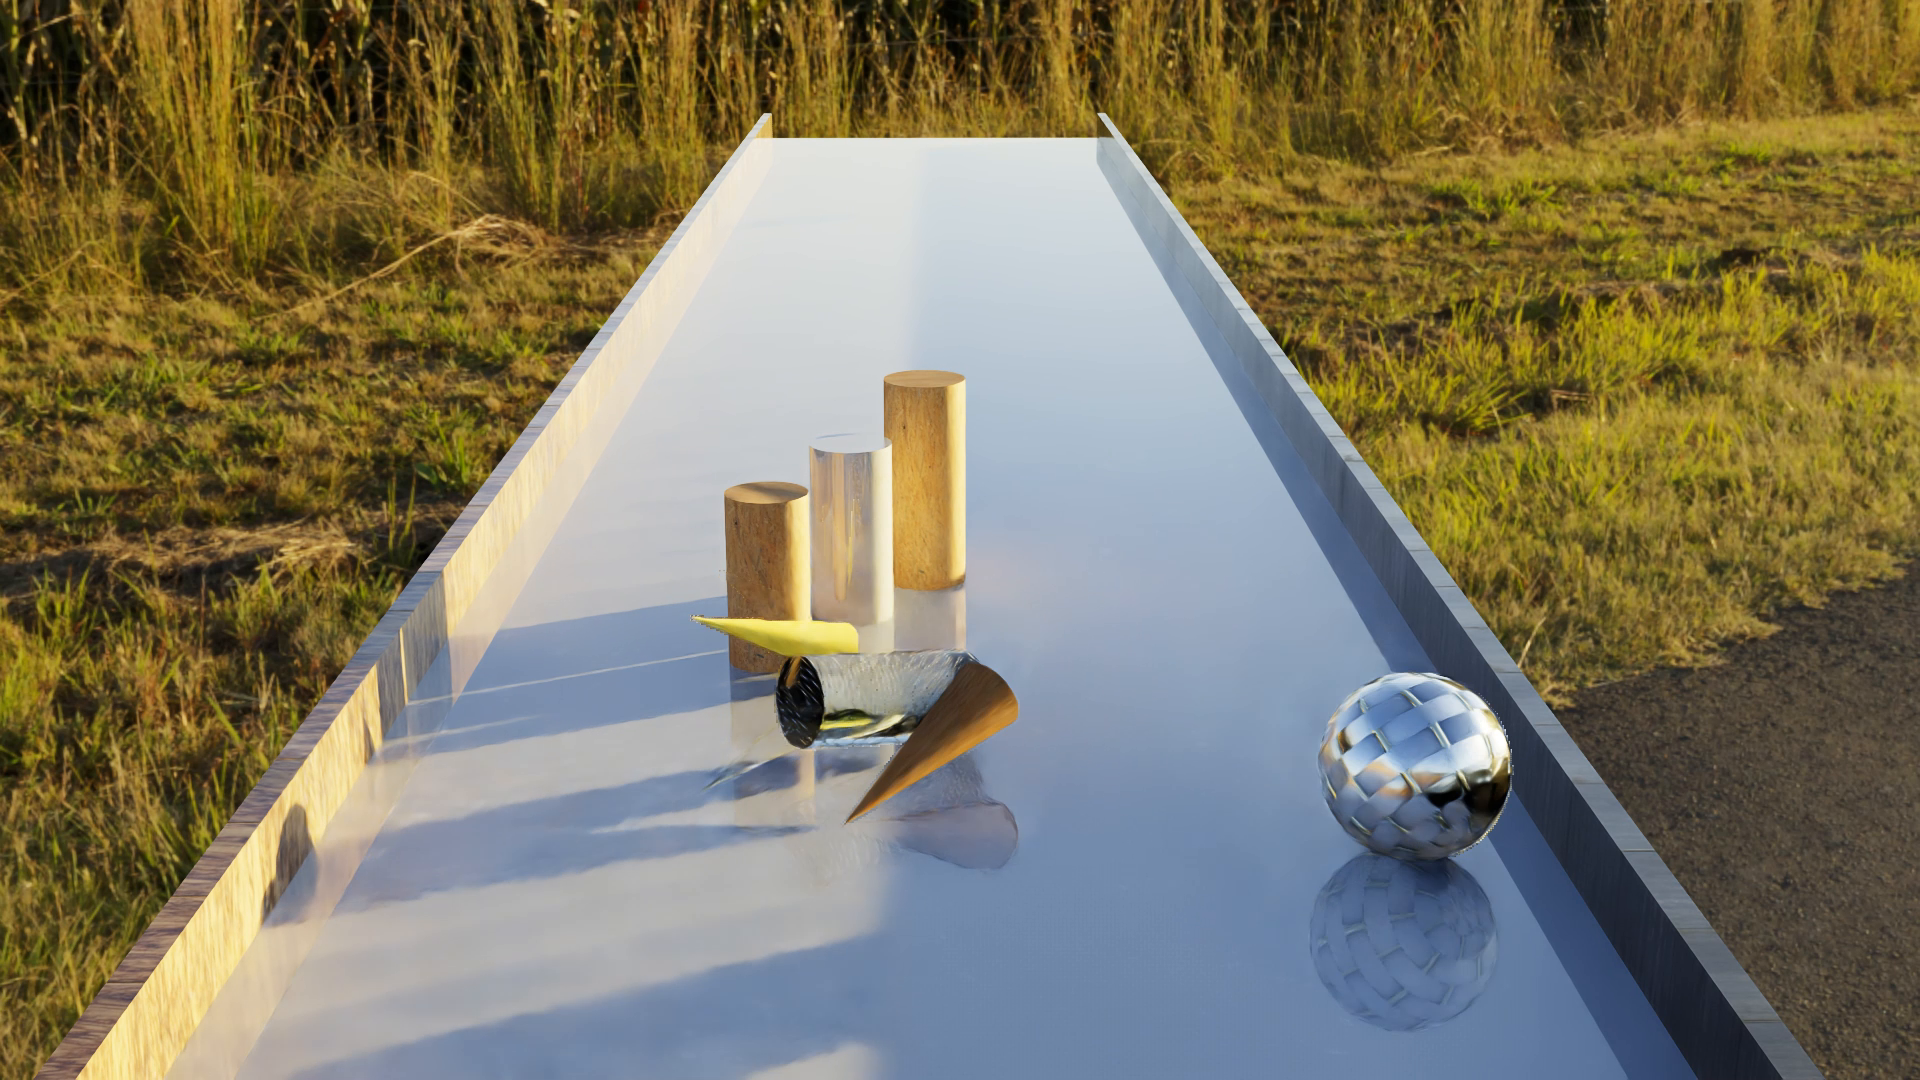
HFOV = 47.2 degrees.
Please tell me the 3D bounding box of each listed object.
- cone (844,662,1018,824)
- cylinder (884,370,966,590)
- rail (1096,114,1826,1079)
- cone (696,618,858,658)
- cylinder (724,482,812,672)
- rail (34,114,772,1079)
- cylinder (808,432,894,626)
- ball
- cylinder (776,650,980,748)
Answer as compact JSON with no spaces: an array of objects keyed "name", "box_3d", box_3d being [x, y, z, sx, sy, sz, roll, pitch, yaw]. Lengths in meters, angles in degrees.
[{"name":"cone","box_3d":[-0.072,0.371,3.740,0.132,0.132,0.384,15,43,41]},{"name":"cylinder","box_3d":[-0.078,-0.134,4.874,0.179,0.458,0.179,0,17,0]},{"name":"rail","box_3d":[0.932,-0.844,7.801,0.050,0.150,12.000,0,17,-1]},{"name":"cone","box_3d":[-0.367,0.180,4.220,0.347,0.108,0.108,15,5,-37]},{"name":"cylinder","box_3d":[-0.381,0.073,4.373,0.166,0.347,0.166,0,17,0]},{"name":"rail","box_3d":[-1.118,-0.838,7.780,0.050,0.150,12.000,0,17,-1]},{"name":"cylinder","box_3d":[-0.229,-0.023,4.644,0.174,0.376,0.174,0,17,0]},{"name":"ball","box_3d":[0.721,0.359,3.493,0.301,0.301,0.301,0,17,0]},{"name":"cylinder","box_3d":[-0.137,0.279,3.897,0.342,0.162,0.162,0,14,-35]}]
